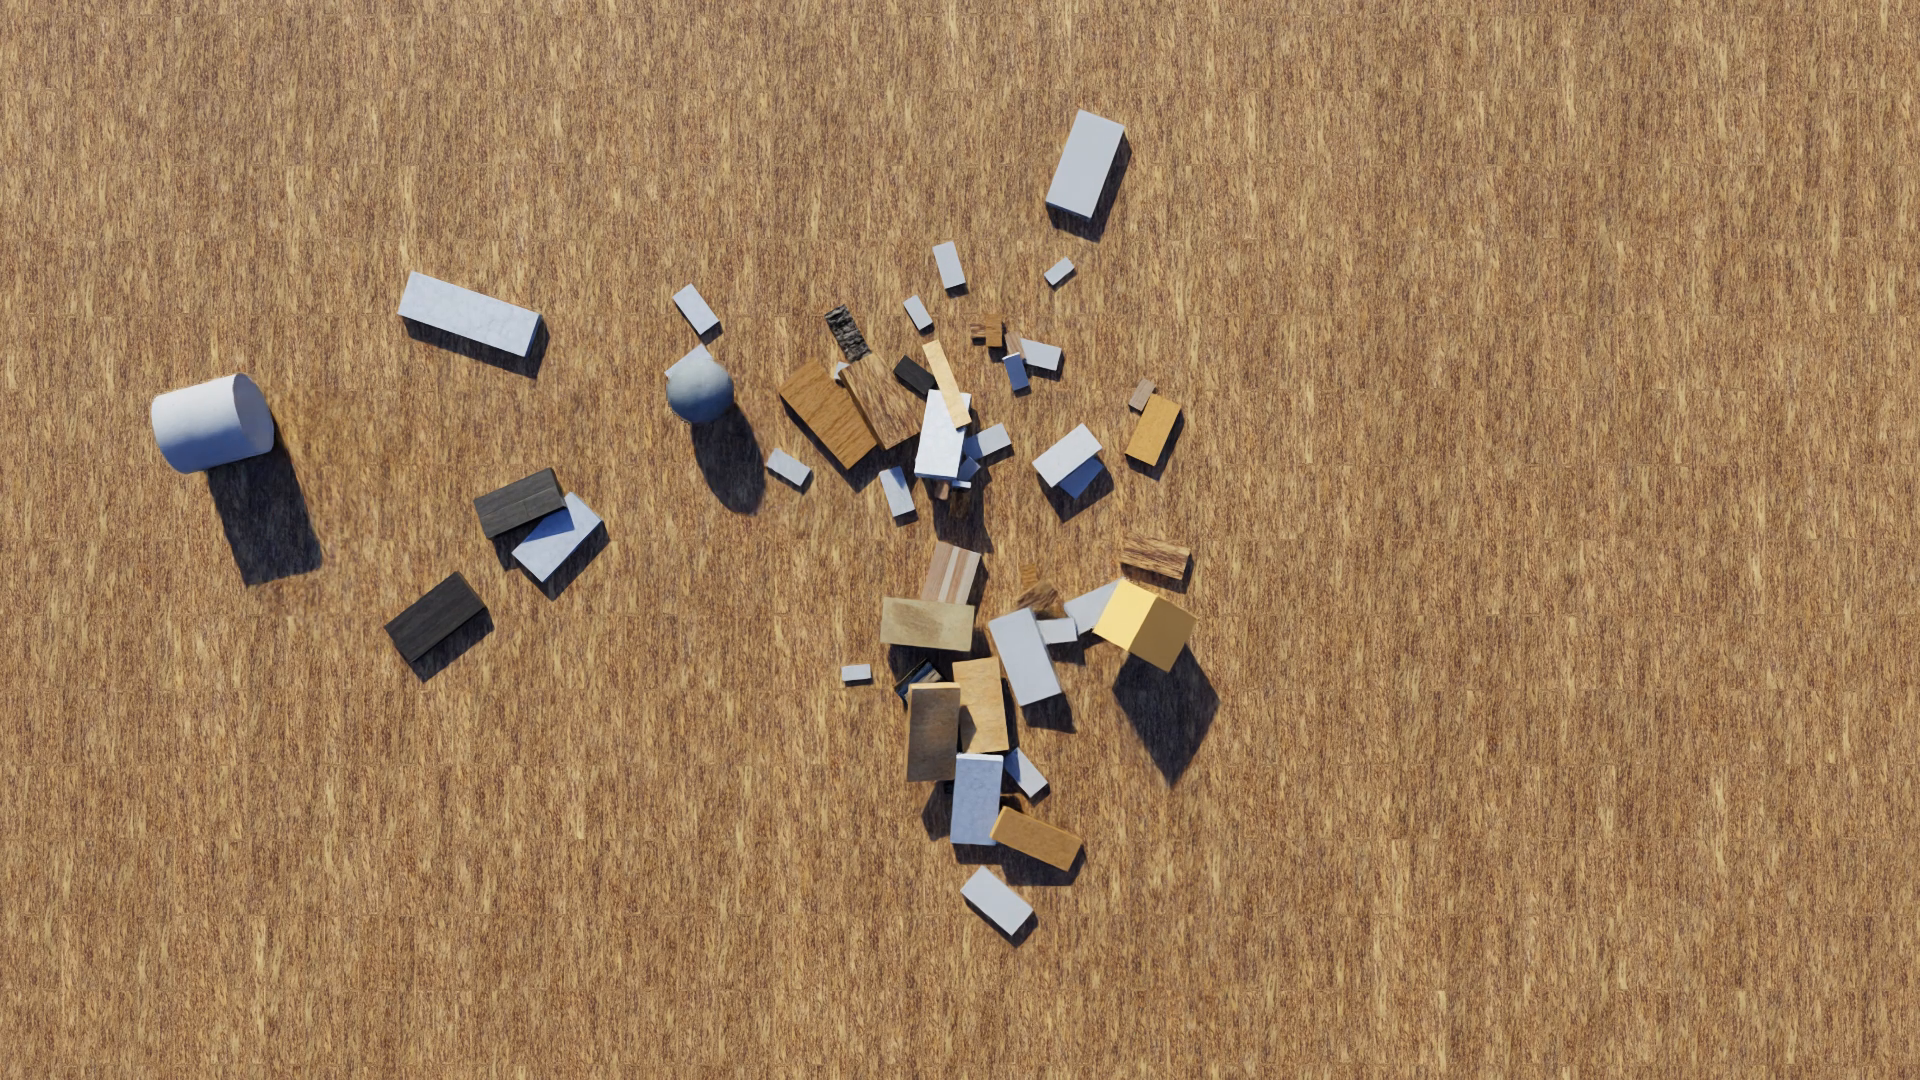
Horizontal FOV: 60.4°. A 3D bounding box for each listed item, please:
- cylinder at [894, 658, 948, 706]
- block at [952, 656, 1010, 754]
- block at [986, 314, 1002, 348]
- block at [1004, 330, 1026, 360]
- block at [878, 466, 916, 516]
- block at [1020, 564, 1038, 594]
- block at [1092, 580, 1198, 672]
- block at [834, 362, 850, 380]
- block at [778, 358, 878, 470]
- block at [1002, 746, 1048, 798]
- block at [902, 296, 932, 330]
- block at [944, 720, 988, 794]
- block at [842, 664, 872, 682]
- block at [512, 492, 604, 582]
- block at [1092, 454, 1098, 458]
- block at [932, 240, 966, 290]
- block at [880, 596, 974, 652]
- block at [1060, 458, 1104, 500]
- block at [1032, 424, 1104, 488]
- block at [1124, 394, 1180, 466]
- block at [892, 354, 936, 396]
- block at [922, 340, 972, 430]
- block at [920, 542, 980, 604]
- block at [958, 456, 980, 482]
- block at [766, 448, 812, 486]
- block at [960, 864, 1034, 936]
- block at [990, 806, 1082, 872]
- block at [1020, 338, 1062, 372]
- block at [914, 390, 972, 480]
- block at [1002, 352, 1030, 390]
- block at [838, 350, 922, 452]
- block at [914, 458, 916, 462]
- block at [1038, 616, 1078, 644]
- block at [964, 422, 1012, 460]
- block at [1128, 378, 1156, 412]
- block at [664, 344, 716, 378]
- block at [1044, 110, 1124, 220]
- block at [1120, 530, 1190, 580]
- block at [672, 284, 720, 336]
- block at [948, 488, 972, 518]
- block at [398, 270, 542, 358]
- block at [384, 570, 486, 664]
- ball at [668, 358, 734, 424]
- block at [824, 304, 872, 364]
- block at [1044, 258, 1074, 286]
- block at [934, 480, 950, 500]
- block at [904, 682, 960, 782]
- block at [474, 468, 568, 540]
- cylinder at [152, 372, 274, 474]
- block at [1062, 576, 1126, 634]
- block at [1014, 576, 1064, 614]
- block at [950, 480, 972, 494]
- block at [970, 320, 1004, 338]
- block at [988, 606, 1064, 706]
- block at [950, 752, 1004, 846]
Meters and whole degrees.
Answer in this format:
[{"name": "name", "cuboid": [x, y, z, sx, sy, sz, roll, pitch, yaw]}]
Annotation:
[{"name": "cylinder", "cuboid": [-0.117, 0.489, 5.428, 0.145, 0.145, 0.145, -42, 90, 0]}, {"name": "block", "cuboid": [0.068, 0.546, 5.435, 0.152, 0.043, 0.304, -7, 90, 1]}, {"name": "block", "cuboid": [0.112, -0.696, 5.477, 0.054, 0.015, 0.107, -1, 90, 0]}, {"name": "block", "cuboid": [0.182, -0.641, 5.471, 0.048, 0.014, 0.095, -17, 90, 0]}, {"name": "block", "cuboid": [-0.209, -0.162, 5.489, 0.077, 0.022, 0.154, -19, 90, 0]}, {"name": "block", "cuboid": [0.233, 0.132, 5.493, 0.050, 0.014, 0.101, -11, 90, 0]}, {"name": "block", "cuboid": [0.601, 0.278, 5.361, 0.198, 0.198, 0.198, 29, 89, -33]}, {"name": "block", "cuboid": [-0.357, -0.551, 5.492, 0.115, 0.016, 0.058, 16, 90, 0]}, {"name": "block", "cuboid": [-0.428, -0.418, 5.477, 0.162, 0.046, 0.355, -42, 90, 0]}, {"name": "block", "cuboid": [0.212, 0.772, 5.489, 0.078, 0.022, 0.156, -41, 90, 0]}, {"name": "block", "cuboid": [-0.140, -0.757, 5.492, 0.054, 0.015, 0.107, -31, 90, 0]}, {"name": "block", "cuboid": [0.014, 0.685, 5.478, 0.152, 0.043, 0.304, -3, 90, 0]}, {"name": "block", "cuboid": [-0.345, 0.441, 5.493, 0.095, 0.014, 0.048, -6, 90, 0]}, {"name": "block", "cuboid": [-1.337, -0.010, 5.480, 0.141, 0.040, 0.282, 43, 90, 0]}, {"name": "block", "cuboid": [0.379, -0.290, 5.476, 0.145, 0.021, 0.072, -21, 80, 6]}, {"name": "block", "cuboid": [-0.037, -0.915, 5.490, 0.072, 0.021, 0.145, -17, 90, 0]}, {"name": "block", "cuboid": [-0.108, 0.277, 5.436, 0.300, 0.042, 0.150, 6, 90, 0]}, {"name": "block", "cuboid": [0.404, -0.213, 5.490, 0.072, 0.021, 0.145, 40, 90, 0]}, {"name": "block", "cuboid": [0.355, -0.278, 5.452, 0.213, 0.030, 0.107, -38, 78, 2]}, {"name": "block", "cuboid": [0.641, -0.366, 5.485, 0.107, 0.030, 0.218, 24, 90, 0]}, {"name": "block", "cuboid": [-0.149, -0.548, 5.490, 0.136, 0.019, 0.068, 36, 90, 0]}, {"name": "block", "cuboid": [-0.043, -0.515, 5.445, 0.058, 0.016, 0.317, -22, 73, 0]}, {"name": "block", "cuboid": [-0.045, 0.168, 5.479, 0.150, 0.042, 0.300, 17, 90, 0]}, {"name": "block", "cuboid": [0.018, -0.224, 5.480, 0.050, 0.014, 0.101, 42, 105, 0]}, {"name": "block", "cuboid": [-0.571, -0.243, 5.490, 0.136, 0.019, 0.068, 31, 90, 0]}, {"name": "block", "cuboid": [0.123, 1.197, 5.484, 0.224, 0.032, 0.112, 41, 90, 0]}, {"name": "block", "cuboid": [0.251, 0.987, 5.450, 0.292, 0.032, 0.112, 26, 90, -14]}, {"name": "block", "cuboid": [0.254, -0.618, 5.489, 0.154, 0.022, 0.077, 14, 90, 0]}, {"name": "block", "cuboid": [-0.055, -0.345, 5.427, 0.141, 0.040, 0.296, 7, 72, 9]}, {"name": "block", "cuboid": [0.186, -0.559, 5.470, 0.058, 0.016, 0.115, -19, 113, 1]}, {"name": "block", "cuboid": [-0.262, -0.458, 5.451, 0.151, 0.043, 0.302, -30, 90, -22]}, {"name": "block", "cuboid": [-0.083, -0.279, 5.466, 0.136, 0.068, 0.019, -18, 90, 0]}, {"name": "block", "cuboid": [0.308, 0.302, 5.471, 0.156, 0.022, 0.078, -7, 94, 12]}, {"name": "block", "cuboid": [0.085, -0.324, 5.489, 0.154, 0.022, 0.077, -25, 90, 0]}, {"name": "block", "cuboid": [0.606, -0.484, 5.493, 0.050, 0.014, 0.101, 28, 90, 0]}, {"name": "block", "cuboid": [-0.897, -0.574, 5.489, 0.157, 0.022, 0.078, -38, 90, 0]}, {"name": "block", "cuboid": [0.414, -1.245, 5.477, 0.162, 0.046, 0.324, 20, 90, 0]}, {"name": "block", "cuboid": [0.648, 0.051, 5.485, 0.213, 0.030, 0.107, 17, 90, 0]}, {"name": "block", "cuboid": [-0.878, -0.767, 5.489, 0.078, 0.022, 0.157, -37, 90, 0]}, {"name": "block", "cuboid": [0.000, -0.121, 5.448, 0.062, 0.123, 0.017, 9, 49, 0]}, {"name": "block", "cuboid": [-1.628, -0.749, 5.479, 0.445, 0.043, 0.151, 19, 90, 0]}, {"name": "block", "cuboid": [-1.743, 0.255, 5.479, 0.302, 0.043, 0.151, -38, 90, 0]}, {"name": "ball", "cuboid": [-0.846, -0.487, 5.390, 0.214, 0.214, 0.214, 0, 90, 0]}, {"name": "block", "cuboid": [-0.372, -0.684, 5.489, 0.078, 0.022, 0.189, -29, 90, 0]}, {"name": "block", "cuboid": [0.330, -0.895, 5.493, 0.095, 0.014, 0.048, -39, 90, 0]}, {"name": "block", "cuboid": [-0.057, -0.167, 5.437, 0.017, 0.123, 0.062, 14, 92, -12]}, {"name": "block", "cuboid": [-0.091, 0.626, 5.372, 0.162, 0.046, 0.324, 0, 106, -15]}, {"name": "block", "cuboid": [-1.455, -0.119, 5.457, 0.282, 0.040, 0.141, -23, 80, 4]}, {"name": "cylinder", "cuboid": [-2.427, -0.378, 5.366, 0.268, 0.268, 0.268, -15, 90, 0]}, {"name": "block", "cuboid": [0.465, 0.220, 5.484, 0.224, 0.032, 0.112, -24, 90, 0]}, {"name": "block", "cuboid": [0.261, 0.192, 5.448, 0.156, 0.022, 0.078, -37, 90, 34]}, {"name": "block", "cuboid": [0.002, -0.170, 5.438, 0.062, 0.123, 0.017, 8, 78, 0]}, {"name": "block", "cuboid": [0.089, -0.702, 5.492, 0.107, 0.015, 0.054, -4, 90, 0]}, {"name": "block", "cuboid": [0.217, 0.384, 5.458, 0.150, 0.042, 0.300, -21, 90, 17]}, {"name": "block", "cuboid": [0.053, 0.855, 5.435, 0.152, 0.043, 0.304, 4, 106, -2]}]
